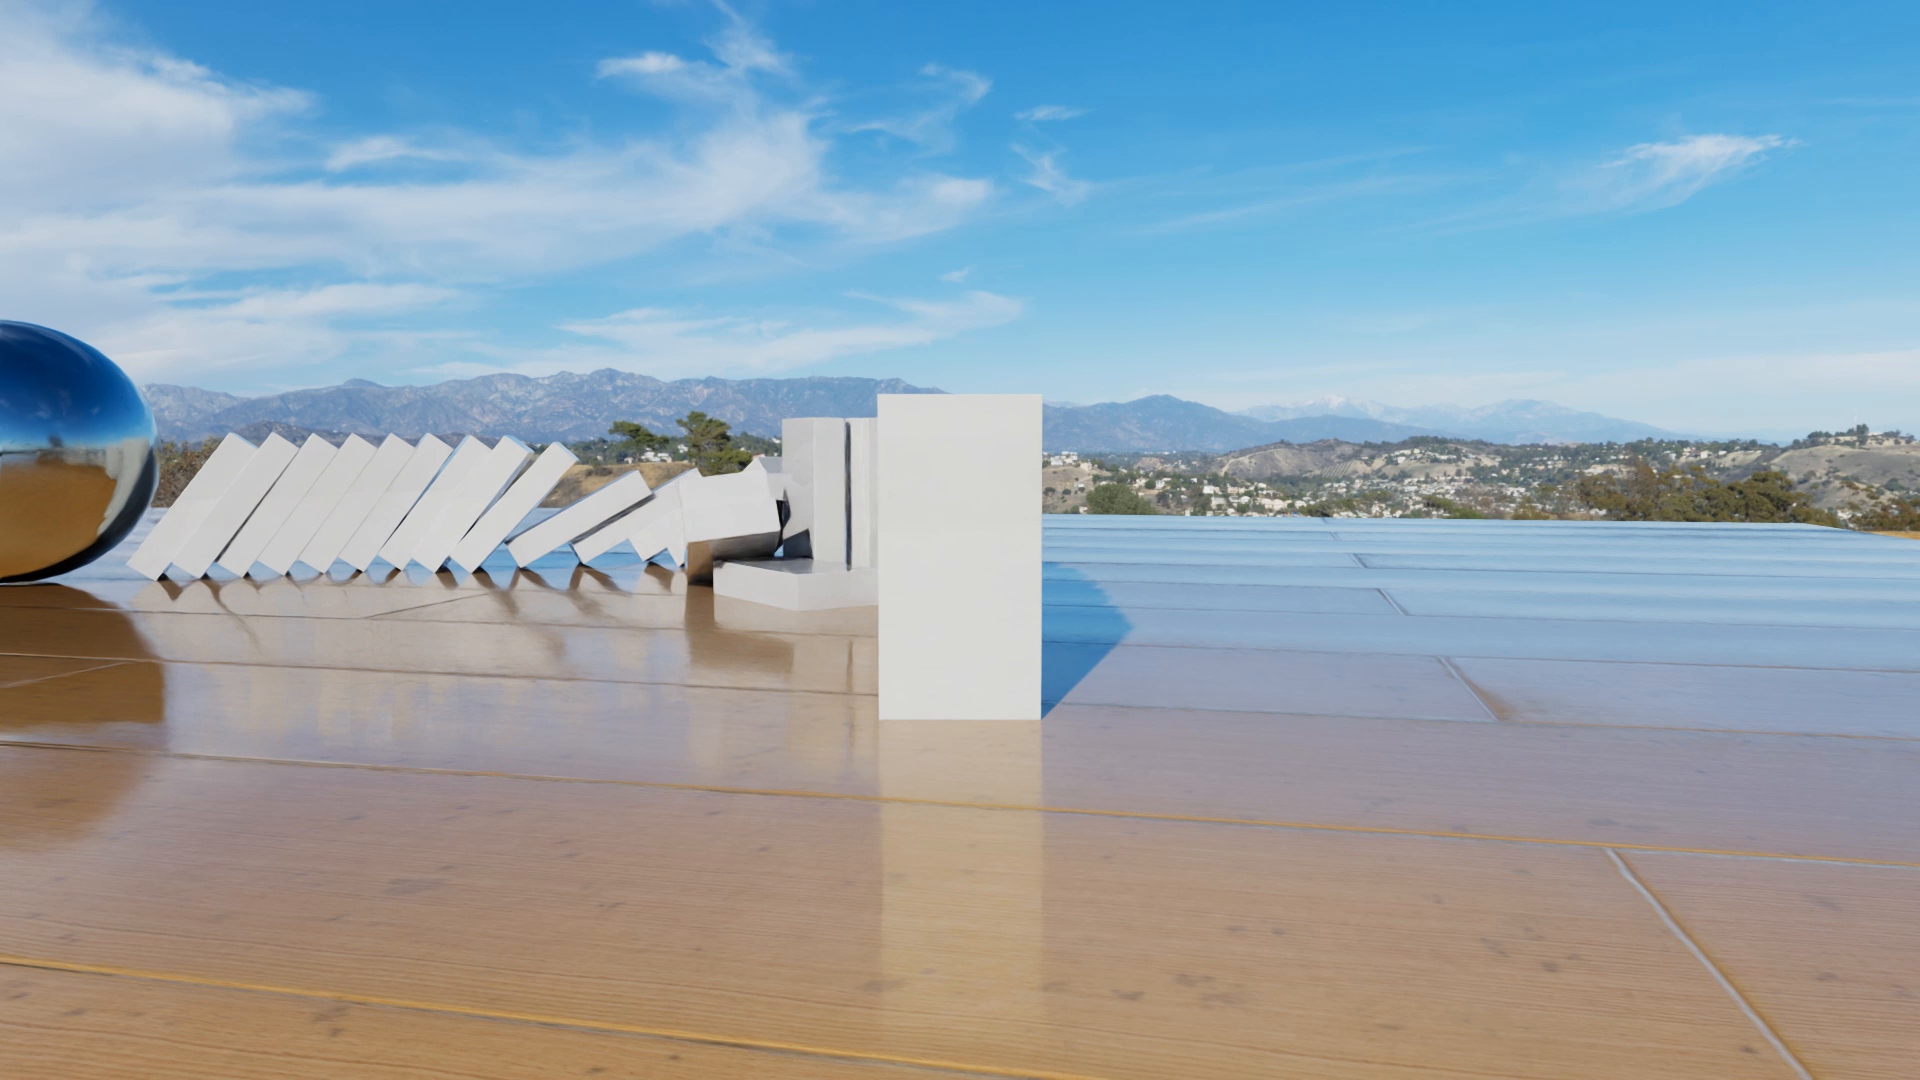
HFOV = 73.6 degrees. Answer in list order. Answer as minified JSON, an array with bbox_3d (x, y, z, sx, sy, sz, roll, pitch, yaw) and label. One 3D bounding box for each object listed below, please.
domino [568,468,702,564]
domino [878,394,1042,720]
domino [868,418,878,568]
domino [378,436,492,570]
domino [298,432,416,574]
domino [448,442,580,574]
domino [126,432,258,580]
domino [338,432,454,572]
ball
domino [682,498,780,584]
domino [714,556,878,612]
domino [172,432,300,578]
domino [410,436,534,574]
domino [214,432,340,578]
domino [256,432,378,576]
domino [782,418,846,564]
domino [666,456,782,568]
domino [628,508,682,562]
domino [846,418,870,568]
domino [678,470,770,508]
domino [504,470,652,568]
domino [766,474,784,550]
[{"bbox_3d":[-0.115,-0.009,0.457,0.050,0.010,0.025,-32,11,-17],"label":"domino"},{"bbox_3d":[0.000,0.002,0.201,0.025,0.050,0.009,0,4,0],"label":"domino"},{"bbox_3d":[-0.013,-0.010,0.373,0.025,0.050,0.009,-2,5,-29],"label":"domino"},{"bbox_3d":[-0.182,-0.014,0.445,0.010,0.050,0.025,39,-12,-22],"label":"domino"},{"bbox_3d":[-0.203,-0.013,0.433,0.009,0.050,0.025,37,-12,-23],"label":"domino"},{"bbox_3d":[-0.150,-0.012,0.434,0.009,0.050,0.025,43,-6,-13],"label":"domino"},{"bbox_3d":[-0.245,-0.011,0.412,0.010,0.050,0.025,37,-12,-23],"label":"domino"},{"bbox_3d":[-0.193,-0.014,0.439,0.010,0.050,0.025,37,-12,-23],"label":"domino"},{"bbox_3d":[-0.290,-0.027,0.390,0.080,0.080,0.080,0,4,0],"label":"ball"},{"bbox_3d":[-0.067,0.001,0.370,0.025,0.009,0.050,-8,-13,-14],"label":"domino"},{"bbox_3d":[-0.046,0.011,0.352,0.025,0.010,0.050,-3,5,-35],"label":"domino"},{"bbox_3d":[-0.233,-0.012,0.415,0.010,0.050,0.025,37,-13,-23],"label":"domino"},{"bbox_3d":[-0.165,-0.013,0.435,0.010,0.050,0.025,38,-5,-13],"label":"domino"},{"bbox_3d":[-0.224,-0.012,0.422,0.009,0.050,0.025,37,-12,-23],"label":"domino"},{"bbox_3d":[-0.214,-0.013,0.427,0.010,0.050,0.025,37,-12,-23],"label":"domino"},{"bbox_3d":[-0.044,-0.011,0.380,0.010,0.050,0.025,-2,5,-29],"label":"domino"},{"bbox_3d":[-0.076,-0.010,0.442,0.050,0.010,0.025,-40,-15,25],"label":"domino"},{"bbox_3d":[-0.093,-0.010,0.459,0.050,0.009,0.025,-31,4,-7],"label":"domino"},{"bbox_3d":[-0.023,-0.011,0.385,0.010,0.050,0.025,2,5,30],"label":"domino"},{"bbox_3d":[-0.071,-0.004,0.391,0.025,0.010,0.050,-8,-23,-13],"label":"domino"},{"bbox_3d":[-0.133,-0.008,0.446,0.050,0.010,0.025,-32,12,-17],"label":"domino"},{"bbox_3d":[-0.067,-0.005,0.419,0.025,0.009,0.050,-3,-25,-36],"label":"domino"}]
